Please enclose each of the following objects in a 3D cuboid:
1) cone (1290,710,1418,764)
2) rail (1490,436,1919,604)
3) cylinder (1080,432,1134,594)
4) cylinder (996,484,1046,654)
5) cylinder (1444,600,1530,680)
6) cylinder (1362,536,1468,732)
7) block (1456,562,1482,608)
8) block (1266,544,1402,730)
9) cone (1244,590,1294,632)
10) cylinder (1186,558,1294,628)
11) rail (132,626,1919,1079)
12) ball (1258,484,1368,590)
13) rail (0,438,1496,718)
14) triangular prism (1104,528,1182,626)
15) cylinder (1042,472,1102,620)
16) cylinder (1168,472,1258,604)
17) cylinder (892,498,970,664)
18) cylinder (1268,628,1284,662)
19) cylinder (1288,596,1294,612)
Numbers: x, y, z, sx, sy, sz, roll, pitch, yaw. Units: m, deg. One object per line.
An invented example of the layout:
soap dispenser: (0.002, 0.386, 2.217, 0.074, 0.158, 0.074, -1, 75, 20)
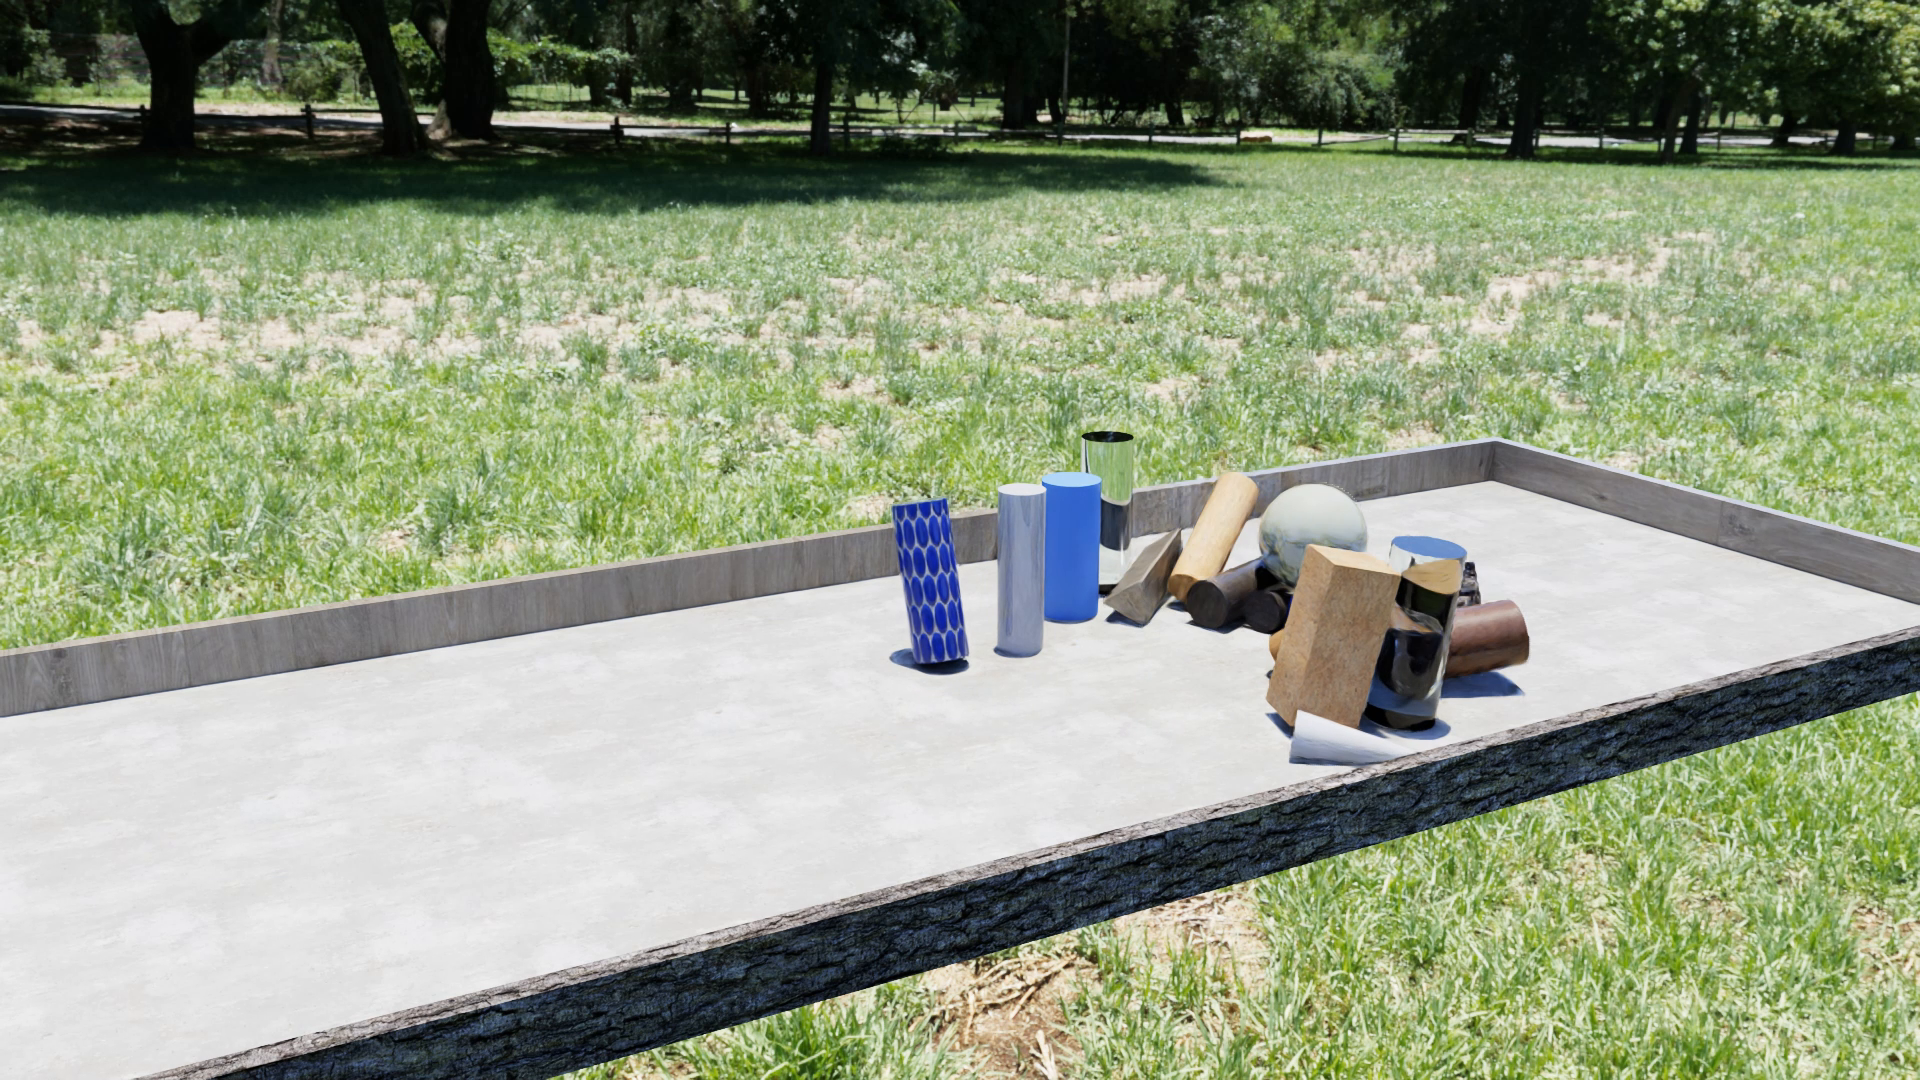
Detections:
cone: (0.948, 0.472, 3.656, 0.418, 0.106, 0.106, 11, 18, 12)
rail: (2.466, -0.048, 5.253, 0.050, 0.150, 2.100, -9, 18, -27)
cylinder: (0.426, -0.080, 4.820, 0.151, 0.454, 0.151, 0, 16, 0)
cylinder: (0.161, 0.075, 4.333, 0.126, 0.431, 0.126, 0, 16, 0)
cylinder: (1.217, 0.258, 4.095, 0.333, 0.168, 0.168, -10, 17, -4)
cylinder: (1.057, 0.216, 3.843, 0.169, 0.424, 0.169, 5, 17, -2)
block: (1.126, 0.174, 4.316, 0.428, 0.160, 0.160, -8, -7, -10)
block: (0.863, 0.230, 3.829, 0.166, 0.392, 0.166, 9, 14, -12)
cone: (0.948, 0.185, 4.623, 0.117, 0.117, 0.371, 15, 13, 42)
cylinder: (0.800, 0.138, 4.645, 0.135, 0.135, 0.373, 14, 22, 40)
rail: (-2.336, 1.006, 1.665, 12.000, 0.150, 0.050, -9, 18, -27)
ball: (0.977, -0.006, 4.571, 0.301, 0.301, 0.301, 0, 16, 0)
rail: (-3.305, 0.497, 3.399, 12.000, 0.150, 0.050, -9, 18, -27)
triangular prism: (0.553, 0.085, 4.724, 0.129, 0.112, 0.441, 29, 28, 10)
cylinder: (0.308, 0.017, 4.613, 0.165, 0.386, 0.165, 0, 16, 0)
cylinder: (0.739, -0.006, 4.800, 0.128, 0.128, 0.425, 9, 49, 29)
cylinder: (-0.075, 0.104, 4.238, 0.145, 0.406, 0.145, -8, 3, 0)
cylinder: (0.970, 0.183, 4.064, 0.444, 0.118, 0.118, -37, -6, 34)
cylinder: (1.104, 0.175, 4.529, 0.423, 0.131, 0.131, -10, 19, -30)
